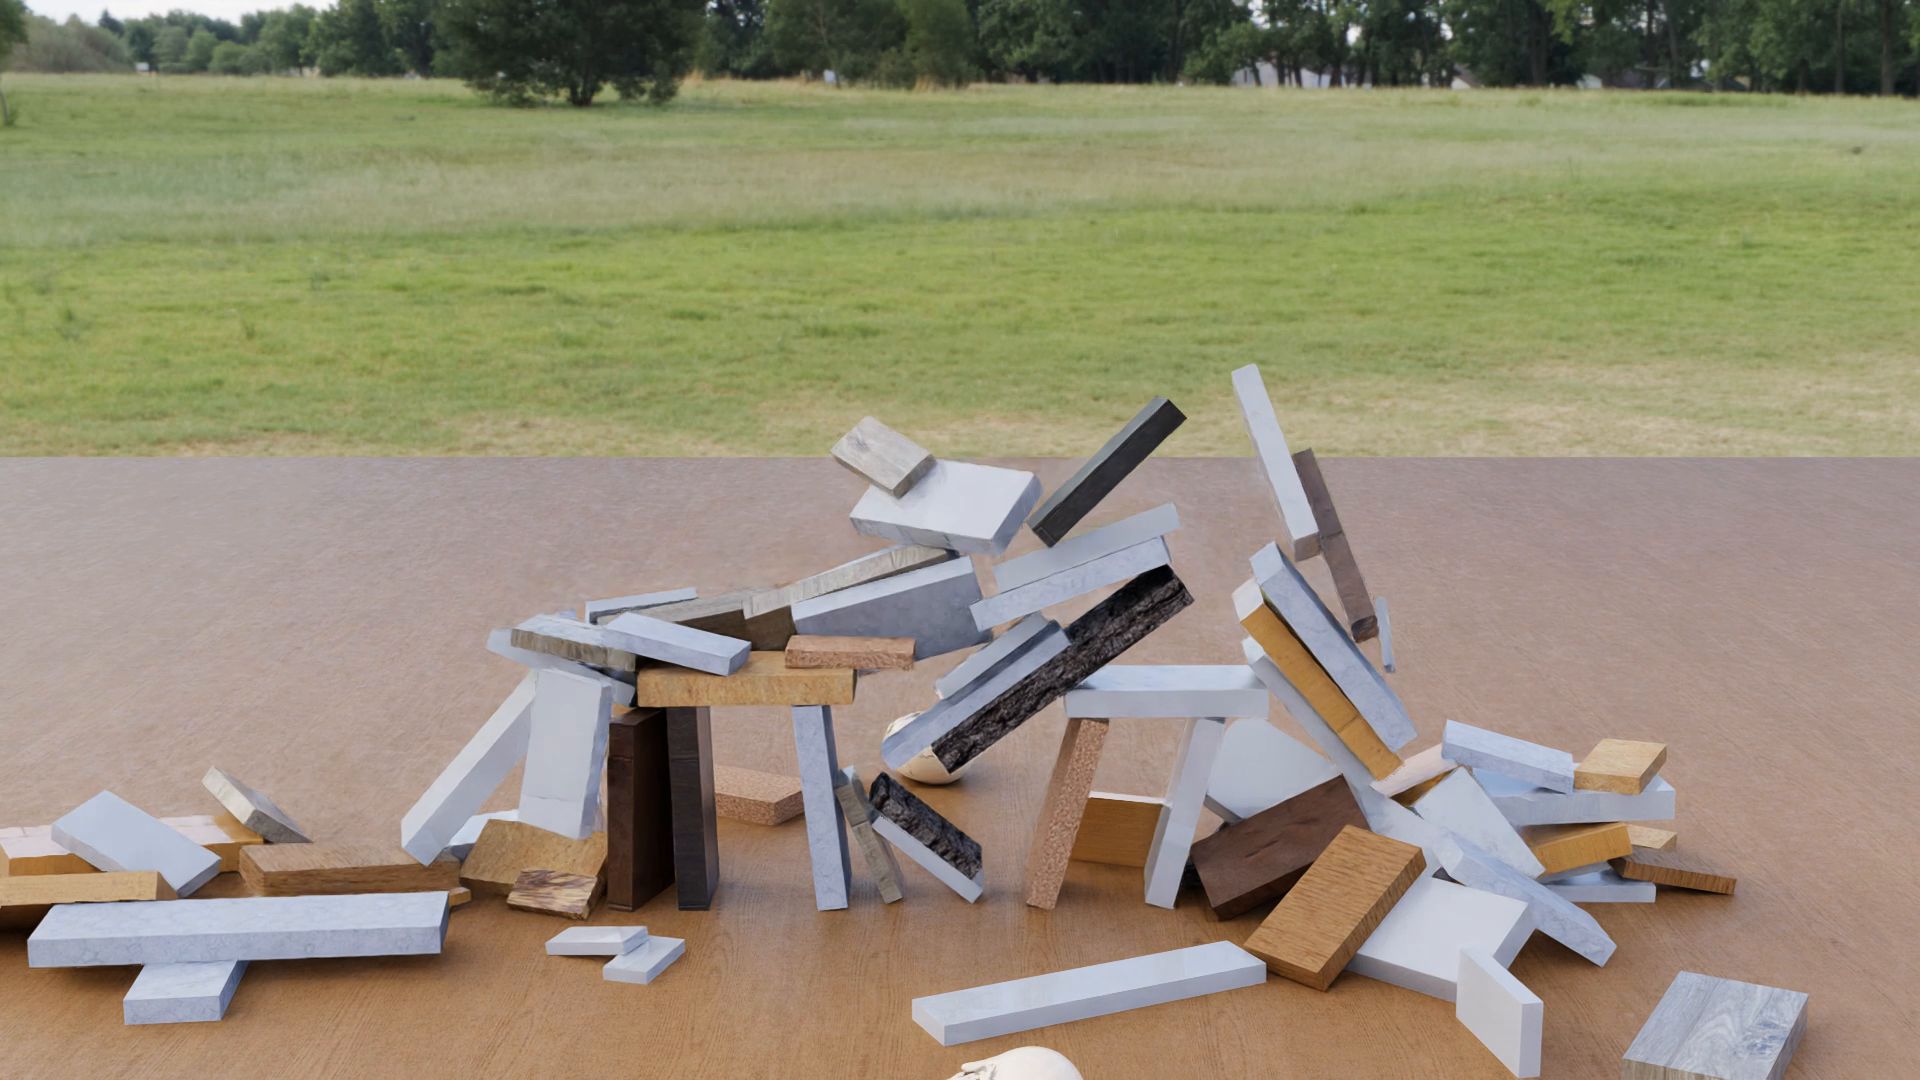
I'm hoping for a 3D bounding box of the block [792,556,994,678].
[{"bbox_3d":[-0.112,0.139,3.699,0.310,0.155,0.044,-15,37,3],"label":"block"}]

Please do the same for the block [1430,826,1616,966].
[{"bbox_3d":[0.867,0.549,3.395,0.281,0.040,0.140,31,9,-6],"label":"block"}]

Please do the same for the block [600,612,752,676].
[{"bbox_3d":[-0.462,0.169,3.578,0.219,0.031,0.109,13,13,10],"label":"block"}]

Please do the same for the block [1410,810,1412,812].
[{"bbox_3d":[0.755,0.507,4.027,0.288,0.033,0.116,-3,11,-17],"label":"block"}]

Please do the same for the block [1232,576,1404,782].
[{"bbox_3d":[0.584,0.225,3.605,0.050,0.353,0.176,-40,9,11],"label":"block"}]

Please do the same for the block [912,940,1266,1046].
[{"bbox_3d":[0.194,0.659,3.215,0.533,0.030,0.106,-5,12,-26],"label":"block"}]

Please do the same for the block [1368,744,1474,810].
[{"bbox_3d":[0.738,0.422,3.711,0.259,0.037,0.130,-28,10,17],"label":"block"}]

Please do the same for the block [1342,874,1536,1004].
[{"bbox_3d":[0.668,0.586,3.333,0.354,0.050,0.177,10,44,43],"label":"block"}]

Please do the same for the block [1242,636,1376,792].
[{"bbox_3d":[0.573,0.279,3.614,0.037,0.283,0.130,-40,10,11],"label":"block"}]

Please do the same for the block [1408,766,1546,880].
[{"bbox_3d":[0.835,0.482,3.552,0.105,0.211,0.030,-38,-5,-7],"label":"block"}]

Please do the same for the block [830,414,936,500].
[{"bbox_3d":[-0.134,-0.144,3.793,0.095,0.027,0.191,-45,43,-13],"label":"block"}]

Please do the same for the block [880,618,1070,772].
[{"bbox_3d":[0.024,0.253,3.599,0.356,0.029,0.103,-36,8,2],"label":"block"}]

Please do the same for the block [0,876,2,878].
[{"bbox_3d":[-1.656,0.599,3.521,0.132,0.037,0.264,1,11,6],"label":"block"}]

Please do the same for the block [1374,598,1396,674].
[{"bbox_3d":[0.694,0.157,3.589,0.016,0.113,0.057,-8,-22,12],"label":"block"}]

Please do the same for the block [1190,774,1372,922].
[{"bbox_3d":[0.522,0.498,3.565,0.281,0.040,0.140,-26,39,5],"label":"block"}]

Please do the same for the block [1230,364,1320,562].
[{"bbox_3d":[0.514,-0.124,3.575,0.042,0.299,0.149,-20,-17,5],"label":"block"}]

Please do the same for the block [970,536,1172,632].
[{"bbox_3d":[0.182,0.069,3.569,0.324,0.044,0.155,-20,-1,7],"label":"block"}]

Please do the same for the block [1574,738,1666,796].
[{"bbox_3d":[1.103,0.377,3.670,0.105,0.030,0.211,4,12,29],"label":"block"}]

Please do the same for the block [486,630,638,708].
[{"bbox_3d":[-0.645,0.213,3.674,0.268,0.035,0.124,21,2,11],"label":"block"}]

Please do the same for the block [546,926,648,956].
[{"bbox_3d":[-0.560,0.619,3.397,0.141,0.020,0.071,-5,9,24],"label":"block"}]

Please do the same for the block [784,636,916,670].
[{"bbox_3d":[-0.179,0.185,3.600,0.206,0.029,0.103,1,11,2],"label":"block"}]

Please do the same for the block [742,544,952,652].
[{"bbox_3d":[-0.169,0.128,3.745,0.356,0.178,0.050,-18,38,4],"label":"block"}]

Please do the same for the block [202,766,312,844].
[{"bbox_3d":[-1.263,0.486,3.945,0.122,0.035,0.304,40,-12,-31],"label":"block"}]

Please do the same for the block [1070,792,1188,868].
[{"bbox_3d":[0.281,0.503,3.821,0.232,0.116,0.033,4,11,18],"label":"block"}]

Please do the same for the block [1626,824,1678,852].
[{"bbox_3d":[1.152,0.530,3.910,0.212,0.030,0.106,7,13,34],"label":"block"}]

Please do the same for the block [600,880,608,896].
[{"bbox_3d":[-0.565,0.550,3.786,0.124,0.035,0.248,9,14,39],"label":"block"}]

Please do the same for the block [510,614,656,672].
[{"bbox_3d":[-0.614,0.169,3.615,0.219,0.031,0.109,11,13,13],"label":"block"}]

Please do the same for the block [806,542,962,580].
[{"bbox_3d":[-0.137,0.096,3.796,0.305,0.153,0.043,-21,40,5],"label":"block"}]

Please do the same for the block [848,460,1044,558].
[{"bbox_3d":[-0.025,-0.061,3.705,0.305,0.043,0.153,9,53,37],"label":"block"}]

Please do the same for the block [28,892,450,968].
[{"bbox_3d":[-1.085,0.590,3.343,0.590,0.043,0.153,-1,11,-8],"label":"block"}]

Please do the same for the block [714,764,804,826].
[{"bbox_3d":[-0.436,0.476,4.163,0.307,0.043,0.153,6,12,29],"label":"block"}]

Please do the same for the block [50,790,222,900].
[{"bbox_3d":[-1.369,0.513,3.655,0.245,0.035,0.122,27,30,12],"label":"block"}]

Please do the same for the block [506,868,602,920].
[{"bbox_3d":[-0.661,0.576,3.582,0.141,0.020,0.071,4,49,21],"label":"block"}]

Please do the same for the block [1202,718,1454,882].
[{"bbox_3d":[0.592,0.460,3.646,0.177,0.050,0.513,-38,39,-17],"label":"block"}]

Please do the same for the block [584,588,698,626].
[{"bbox_3d":[-0.551,0.139,3.797,0.191,0.095,0.027,-7,42,-22],"label":"block"}]

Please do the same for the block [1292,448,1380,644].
[{"bbox_3d":[0.615,0.011,3.620,0.042,0.299,0.149,-21,-19,7],"label":"block"}]

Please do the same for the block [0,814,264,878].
[{"bbox_3d":[-1.420,0.528,3.759,0.407,0.050,0.178,0,9,-32],"label":"block"}]

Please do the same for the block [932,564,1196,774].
[{"bbox_3d":[0.161,0.203,3.595,0.480,0.050,0.176,-36,8,3],"label":"block"}]
